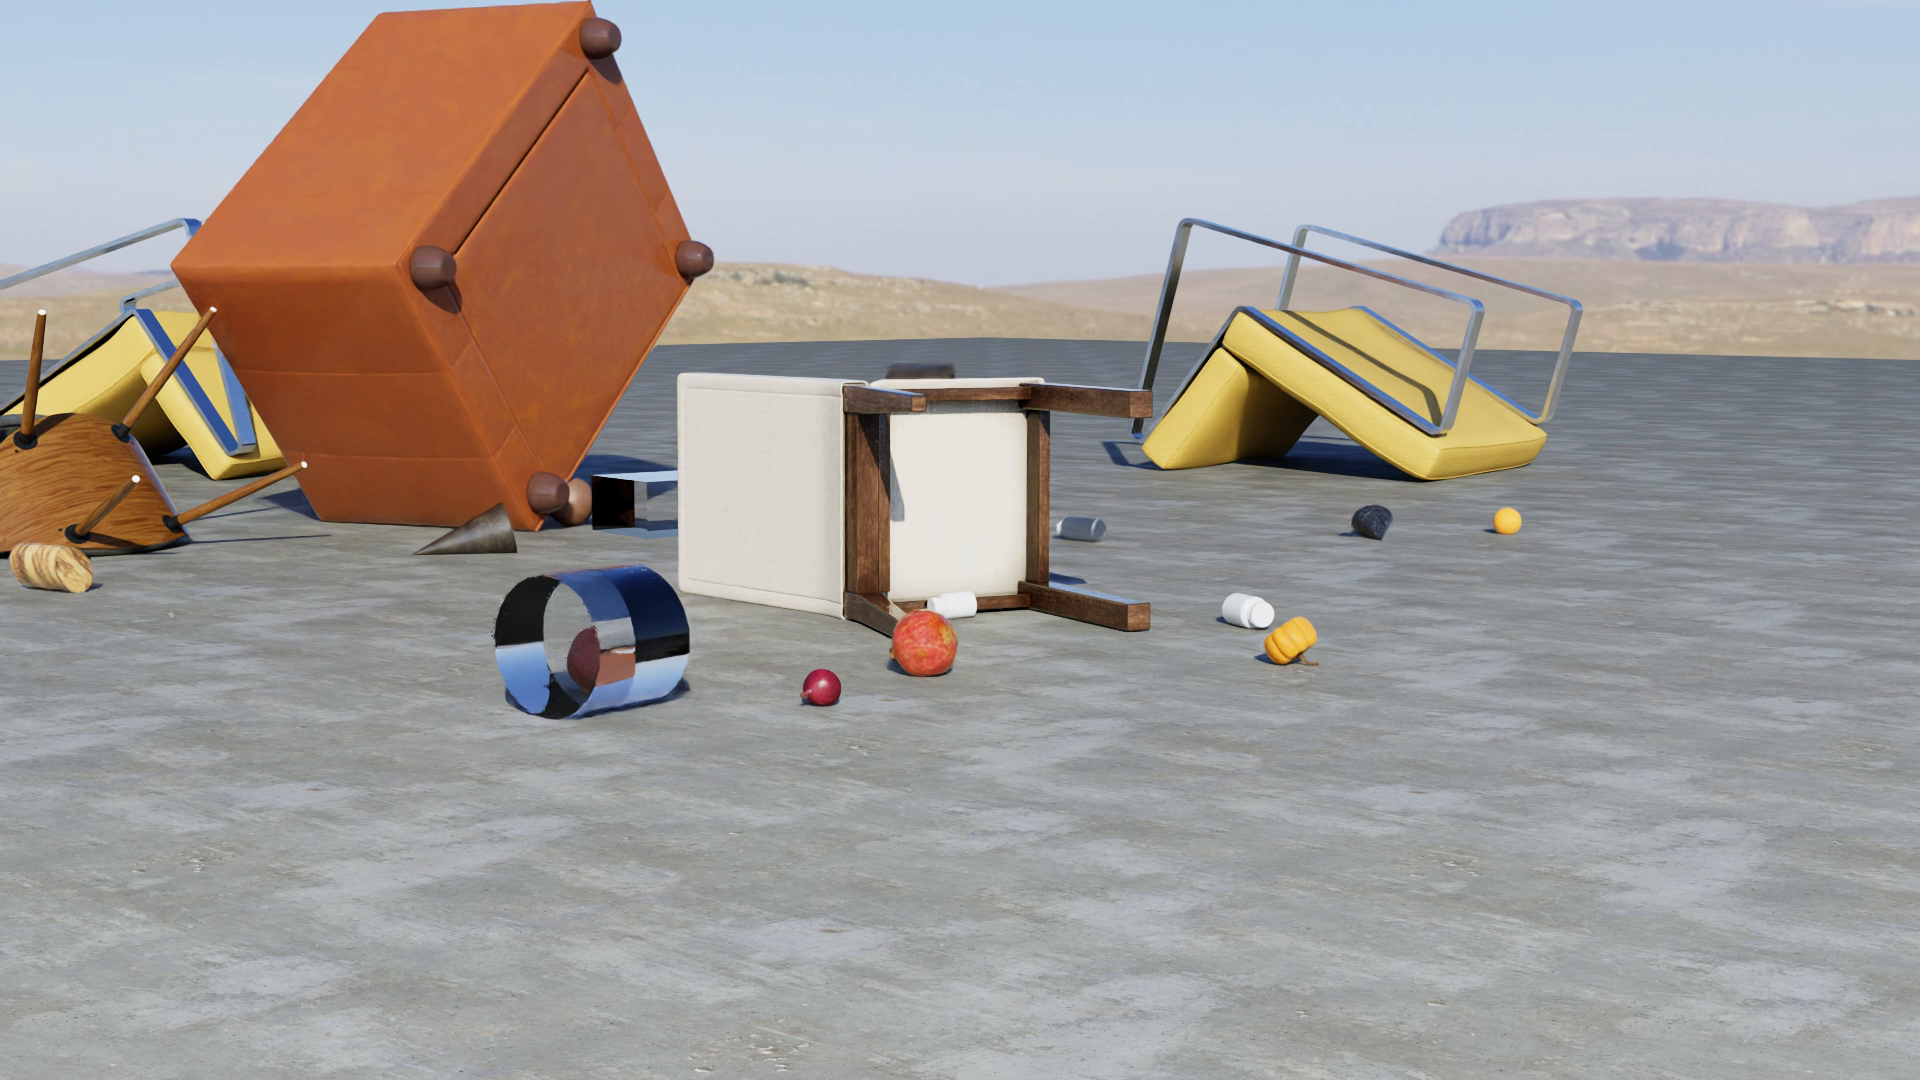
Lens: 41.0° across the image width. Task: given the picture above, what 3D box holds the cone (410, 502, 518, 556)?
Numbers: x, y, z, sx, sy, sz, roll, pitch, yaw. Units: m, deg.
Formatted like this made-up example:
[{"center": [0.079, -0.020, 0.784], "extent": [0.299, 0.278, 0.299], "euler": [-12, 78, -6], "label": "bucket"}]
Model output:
[{"center": [-1.188, 0.003, 6.092], "extent": [0.242, 0.131, 0.112], "euler": [-17, -32, -15], "label": "cone"}]

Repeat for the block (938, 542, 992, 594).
[{"center": [0.011, 0.059, 5.379], "extent": [0.072, 0.095, 0.097], "euler": [5, 7, 38], "label": "block"}]

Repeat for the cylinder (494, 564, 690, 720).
[{"center": [-0.558, 0.152, 3.891], "extent": [0.223, 0.214, 0.193], "euler": [13, 12, 35], "label": "cylinder"}]

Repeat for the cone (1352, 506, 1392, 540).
[{"center": [1.046, -0.024, 6.438], "extent": [0.110, 0.093, 0.092], "euler": [11, 30, -15], "label": "cone"}]

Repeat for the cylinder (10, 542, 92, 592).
[{"center": [-1.902, 0.058, 5.371], "extent": [0.149, 0.108, 0.079], "euler": [4, 45, 33], "label": "cylinder"}]

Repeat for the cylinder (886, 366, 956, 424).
[{"center": [-0.172, -0.645, 11.402], "extent": [0.278, 0.256, 0.276], "euler": [1, -23, 8], "label": "cylinder"}]

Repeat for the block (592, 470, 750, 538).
[{"center": [-0.749, -0.095, 6.634], "extent": [0.306, 0.143, 0.276], "euler": [-5, 7, -38], "label": "block"}]
